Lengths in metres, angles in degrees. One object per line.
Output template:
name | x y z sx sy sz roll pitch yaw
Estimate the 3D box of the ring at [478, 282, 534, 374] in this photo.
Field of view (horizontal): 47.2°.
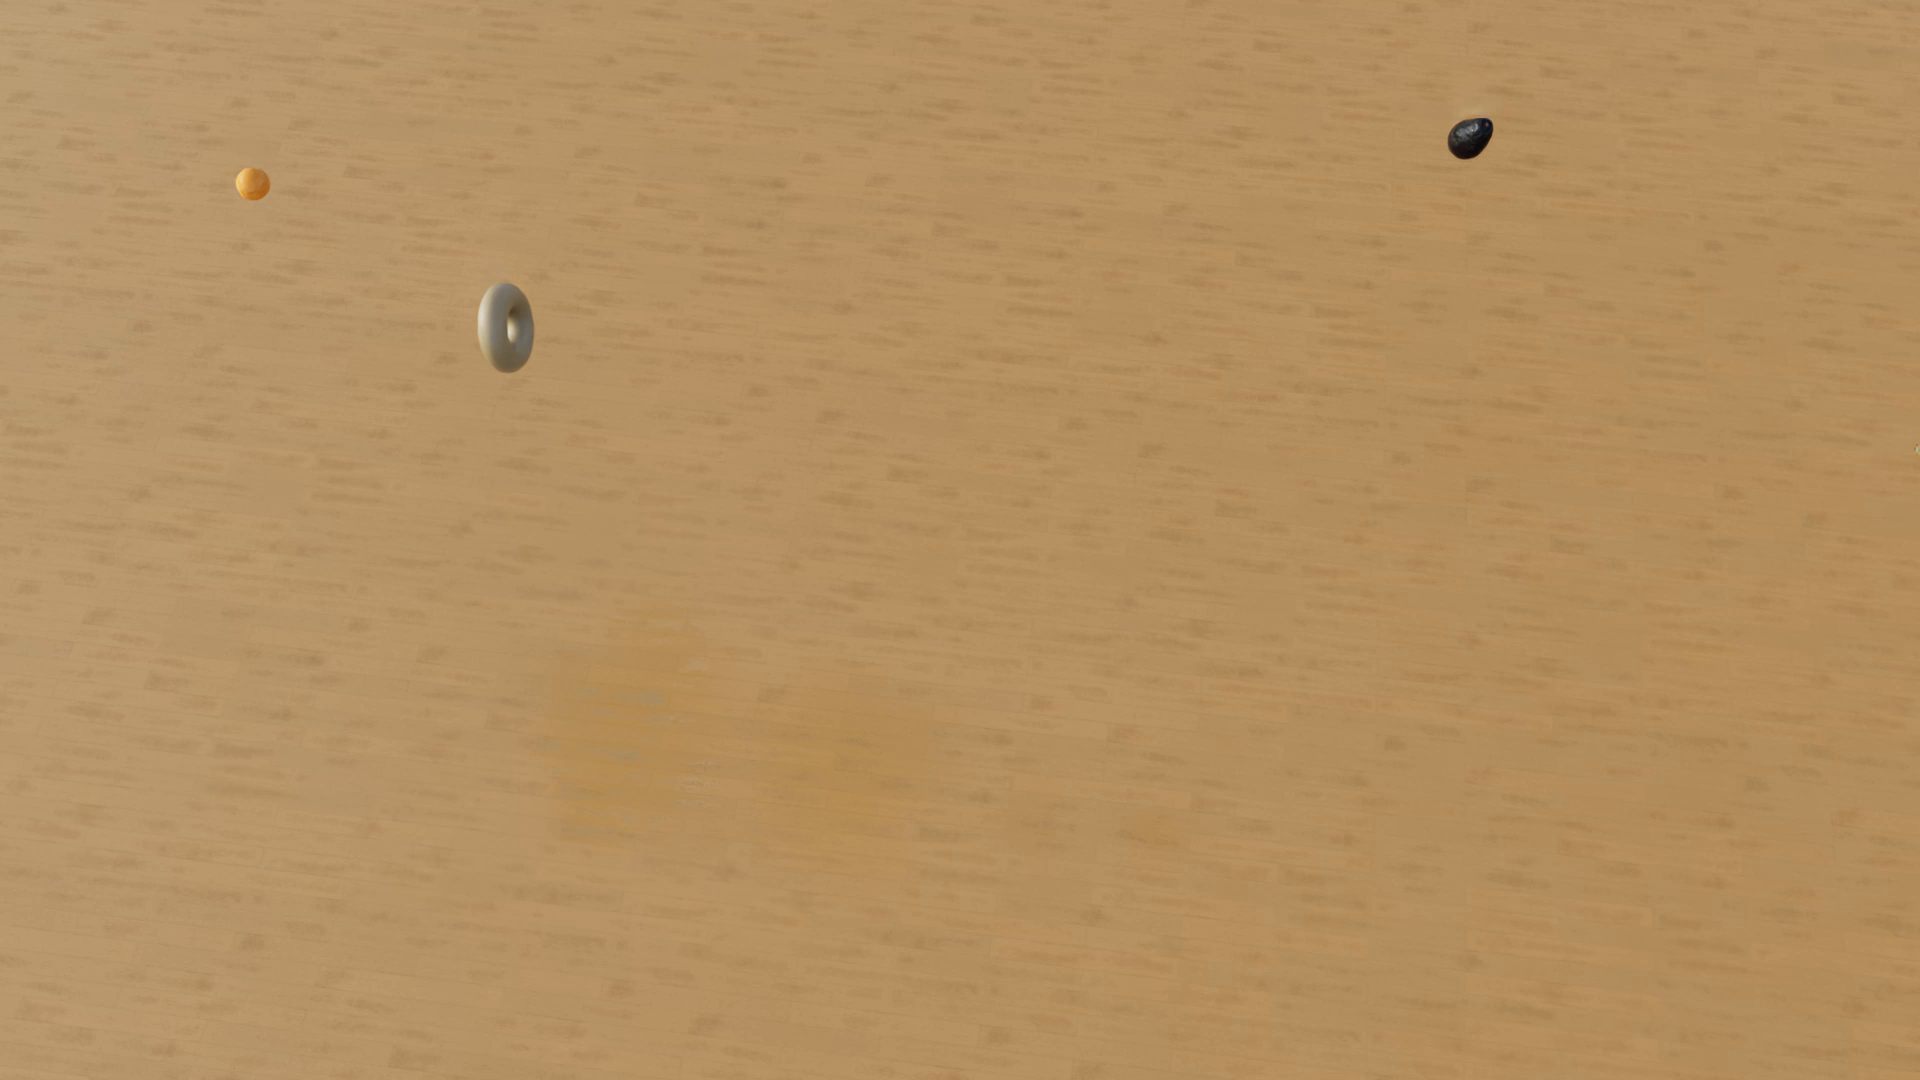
ring | -0.872 -0.407 4.225 0.057 0.176 0.156 3 24 18
